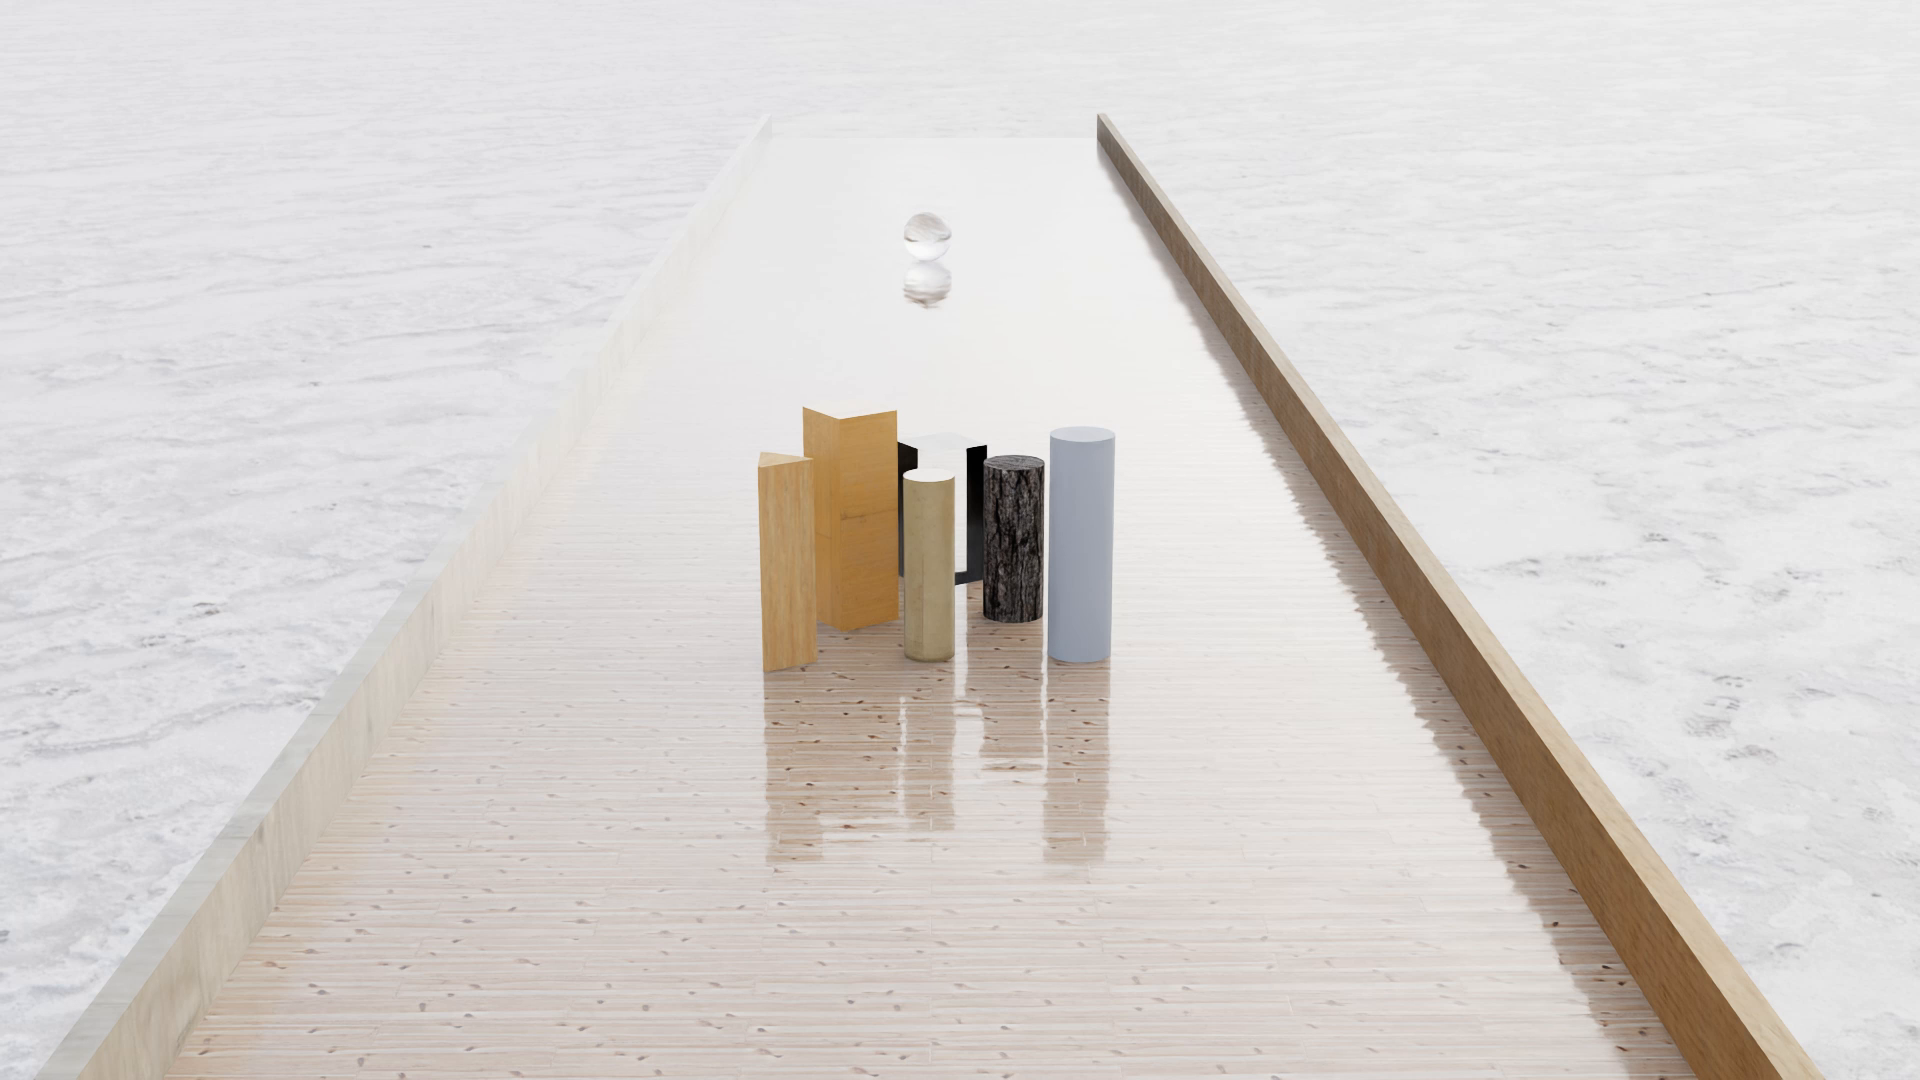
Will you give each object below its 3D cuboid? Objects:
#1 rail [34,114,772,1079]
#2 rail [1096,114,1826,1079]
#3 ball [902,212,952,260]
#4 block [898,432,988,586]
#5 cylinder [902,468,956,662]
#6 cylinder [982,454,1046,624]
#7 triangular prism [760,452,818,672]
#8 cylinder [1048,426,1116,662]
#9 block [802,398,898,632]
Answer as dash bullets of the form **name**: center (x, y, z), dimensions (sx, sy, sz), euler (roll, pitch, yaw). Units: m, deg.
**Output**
- **rail**: center (-1.118, -0.838, 7.780), dimensions (0.050, 0.150, 12.000), euler (0, 17, -1)
- **rail**: center (0.932, -0.844, 7.801), dimensions (0.050, 0.150, 12.000), euler (0, 17, -1)
- **ball**: center (-0.135, -1.256, 9.095), dimensions (0.203, 0.203, 0.203), euler (0, 17, 0)
- **block**: center (-0.042, -0.067, 4.906), dimensions (0.147, 0.311, 0.147), euler (-11, 20, -33)
- **cylinder**: center (-0.061, 0.051, 4.397), dimensions (0.103, 0.375, 0.103), euler (0, 17, 0)
- **cylinder**: center (0.114, -0.003, 4.652), dimensions (0.129, 0.333, 0.129), euler (0, 17, 0)
- **triangular prism**: center (-0.364, 0.038, 4.364), dimensions (0.119, 0.418, 0.103), euler (-10, 19, -31)
- **cylinder**: center (0.242, 0.009, 4.399), dimensions (0.129, 0.455, 0.129), euler (0, 17, 0)
- **block**: center (-0.228, -0.055, 4.614), dimensions (0.142, 0.455, 0.142), euler (-11, 20, -34)
